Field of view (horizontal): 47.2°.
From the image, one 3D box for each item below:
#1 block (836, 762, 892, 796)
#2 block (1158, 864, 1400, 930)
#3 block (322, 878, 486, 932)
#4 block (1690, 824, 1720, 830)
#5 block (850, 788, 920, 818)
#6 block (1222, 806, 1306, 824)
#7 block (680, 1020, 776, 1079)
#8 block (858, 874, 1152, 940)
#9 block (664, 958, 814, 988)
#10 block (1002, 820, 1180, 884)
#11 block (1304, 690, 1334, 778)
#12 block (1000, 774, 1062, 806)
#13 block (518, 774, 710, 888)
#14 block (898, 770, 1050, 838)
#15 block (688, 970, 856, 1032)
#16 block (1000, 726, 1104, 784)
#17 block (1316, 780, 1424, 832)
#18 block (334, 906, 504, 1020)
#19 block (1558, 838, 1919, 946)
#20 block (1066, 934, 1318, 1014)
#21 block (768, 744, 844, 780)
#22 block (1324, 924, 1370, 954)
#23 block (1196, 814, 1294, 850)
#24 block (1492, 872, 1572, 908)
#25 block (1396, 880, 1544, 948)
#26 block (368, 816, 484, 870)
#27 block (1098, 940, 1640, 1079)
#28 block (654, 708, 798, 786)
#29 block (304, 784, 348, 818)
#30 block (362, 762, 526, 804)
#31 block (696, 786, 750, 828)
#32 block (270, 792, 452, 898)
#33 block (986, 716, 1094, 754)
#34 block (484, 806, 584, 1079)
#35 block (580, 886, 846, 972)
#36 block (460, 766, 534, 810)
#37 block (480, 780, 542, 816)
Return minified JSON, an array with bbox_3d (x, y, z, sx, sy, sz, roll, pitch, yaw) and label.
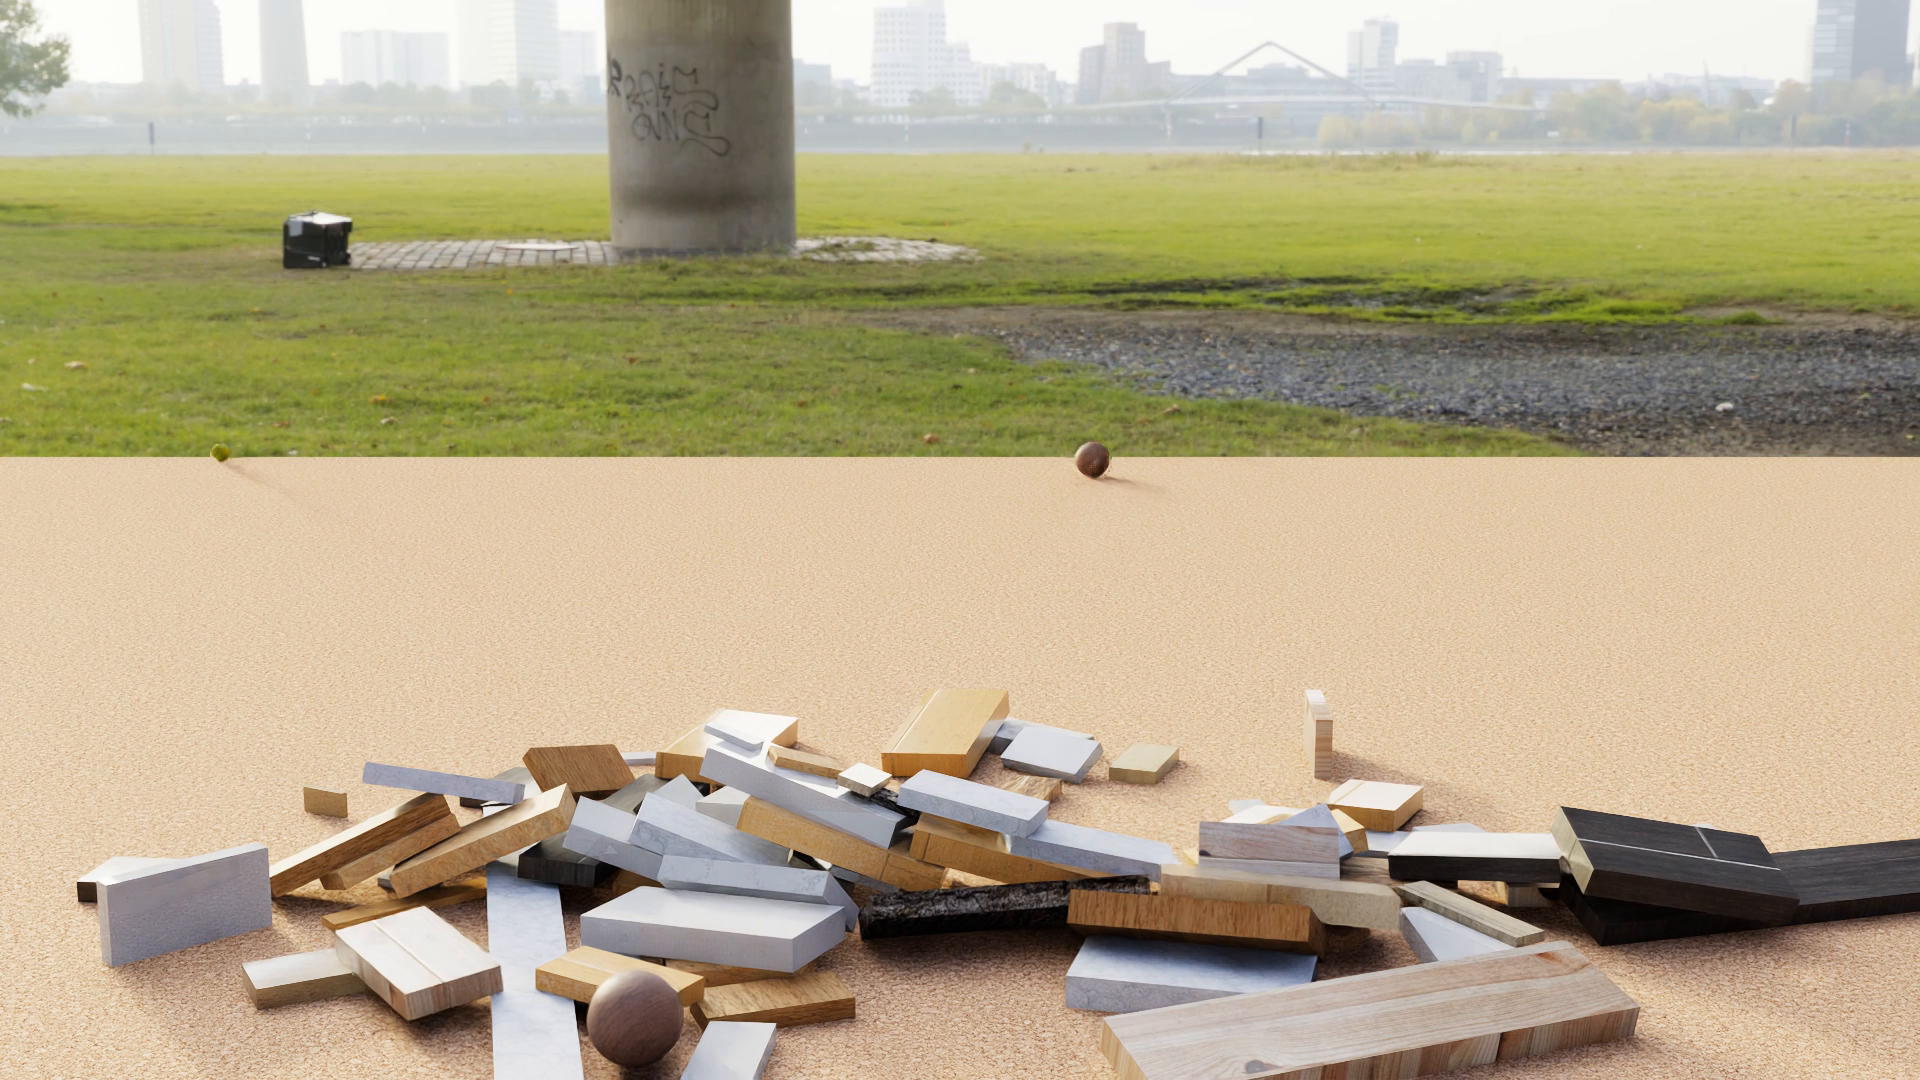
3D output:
[{"bbox_3d":[-0.161,0.401,3.686,0.060,0.017,0.121,20,8,12],"label":"block"},{"bbox_3d":[0.491,0.553,3.420,0.359,0.051,0.180,5,-3,5],"label":"block"},{"bbox_3d":[-0.794,0.580,3.683,0.558,0.014,0.049,-9,14,-39],"label":"block"},{"bbox_3d":[1.341,0.535,3.913,0.066,0.019,0.131,-3,11,-17],"label":"block"},{"bbox_3d":[-0.121,0.433,3.680,0.113,0.016,0.057,20,8,13],"label":"block"},{"bbox_3d":[0.559,0.505,3.903,0.098,0.028,0.195,-18,7,-32],"label":"block"},{"bbox_3d":[-0.315,0.712,2.942,0.094,0.027,0.272,1,11,5],"label":"block"},{"bbox_3d":[0.069,0.575,3.447,0.439,0.041,0.144,-2,-21,-12],"label":"block"},{"bbox_3d":[-0.334,0.640,3.314,0.218,0.031,0.109,-2,11,-11],"label":"block"},{"bbox_3d":[0.217,0.513,3.658,0.288,0.032,0.113,12,12,-9],"label":"block"},{"bbox_3d":[0.721,0.389,4.430,0.033,0.118,0.236,1,11,3],"label":"block"},{"bbox_3d":[0.123,0.486,4.156,0.094,0.027,0.187,3,11,18],"label":"block"},{"bbox_3d":[-0.596,0.503,3.872,0.131,0.037,0.643,6,7,10],"label":"block"},{"bbox_3d":[0.022,0.437,3.652,0.227,0.032,0.113,13,13,17],"label":"block"},{"bbox_3d":[-0.271,0.668,3.166,0.218,0.031,0.109,-4,11,-20],"label":"block"},{"bbox_3d":[0.182,0.426,4.363,0.187,0.027,0.094,9,44,39],"label":"block"},{"bbox_3d":[0.753,0.485,4.028,0.139,0.039,0.278,4,4,22],"label":"block"},{"bbox_3d":[-0.795,0.616,3.218,0.144,0.041,0.287,-12,16,-33],"label":"block"},{"bbox_3d":[1.408,0.564,3.597,0.883,0.039,0.139,-3,28,-15],"label":"block"},{"bbox_3d":[0.342,0.647,3.228,0.346,0.049,0.173,3,11,14],"label":"block"},{"bbox_3d":[-0.263,0.378,3.733,0.121,0.017,0.060,15,9,-21],"label":"block"},{"bbox_3d":[0.541,0.609,3.490,0.195,0.028,0.098,7,13,33],"label":"block"},{"bbox_3d":[0.493,0.503,3.729,0.187,0.016,0.057,-17,8,-29],"label":"block"},{"bbox_3d":[1.063,0.575,3.660,0.328,0.033,0.118,0,11,0],"label":"block"},{"bbox_3d":[0.796,0.584,3.442,0.058,0.017,0.267,-6,12,-30],"label":"block"},{"bbox_3d":[-0.949,0.535,3.896,0.090,0.026,0.307,-8,13,-35],"label":"block"},{"bbox_3d":[0.569,0.667,3.014,0.754,0.049,0.173,-4,25,-22],"label":"block"},{"bbox_3d":[-0.458,0.410,4.378,0.174,0.049,0.446,6,7,8],"label":"block"},{"bbox_3d":[-1.181,0.487,4.093,0.095,0.048,0.014,6,12,28],"label":"block"},{"bbox_3d":[-0.881,0.417,3.762,0.254,0.036,0.127,8,-8,-2],"label":"block"},{"bbox_3d":[-0.345,0.478,4.017,0.174,0.049,0.347,2,3,11],"label":"block"},{"bbox_3d":[-1.014,0.508,3.681,0.310,0.036,0.127,-25,7,-25],"label":"block"},{"bbox_3d":[0.133,0.412,4.528,0.261,0.037,0.131,9,14,39],"label":"block"},{"bbox_3d":[-0.665,0.619,3.376,0.114,0.032,1.275,-2,11,-13],"label":"block"},{"bbox_3d":[-0.376,0.591,3.355,0.359,0.051,0.180,2,7,22],"label":"block"},{"bbox_3d":[-0.864,0.476,4.210,0.094,0.027,0.188,4,11,22],"label":"block"},{"bbox_3d":[-0.782,0.476,4.124,0.114,0.032,0.228,-11,5,25],"label":"block"}]
